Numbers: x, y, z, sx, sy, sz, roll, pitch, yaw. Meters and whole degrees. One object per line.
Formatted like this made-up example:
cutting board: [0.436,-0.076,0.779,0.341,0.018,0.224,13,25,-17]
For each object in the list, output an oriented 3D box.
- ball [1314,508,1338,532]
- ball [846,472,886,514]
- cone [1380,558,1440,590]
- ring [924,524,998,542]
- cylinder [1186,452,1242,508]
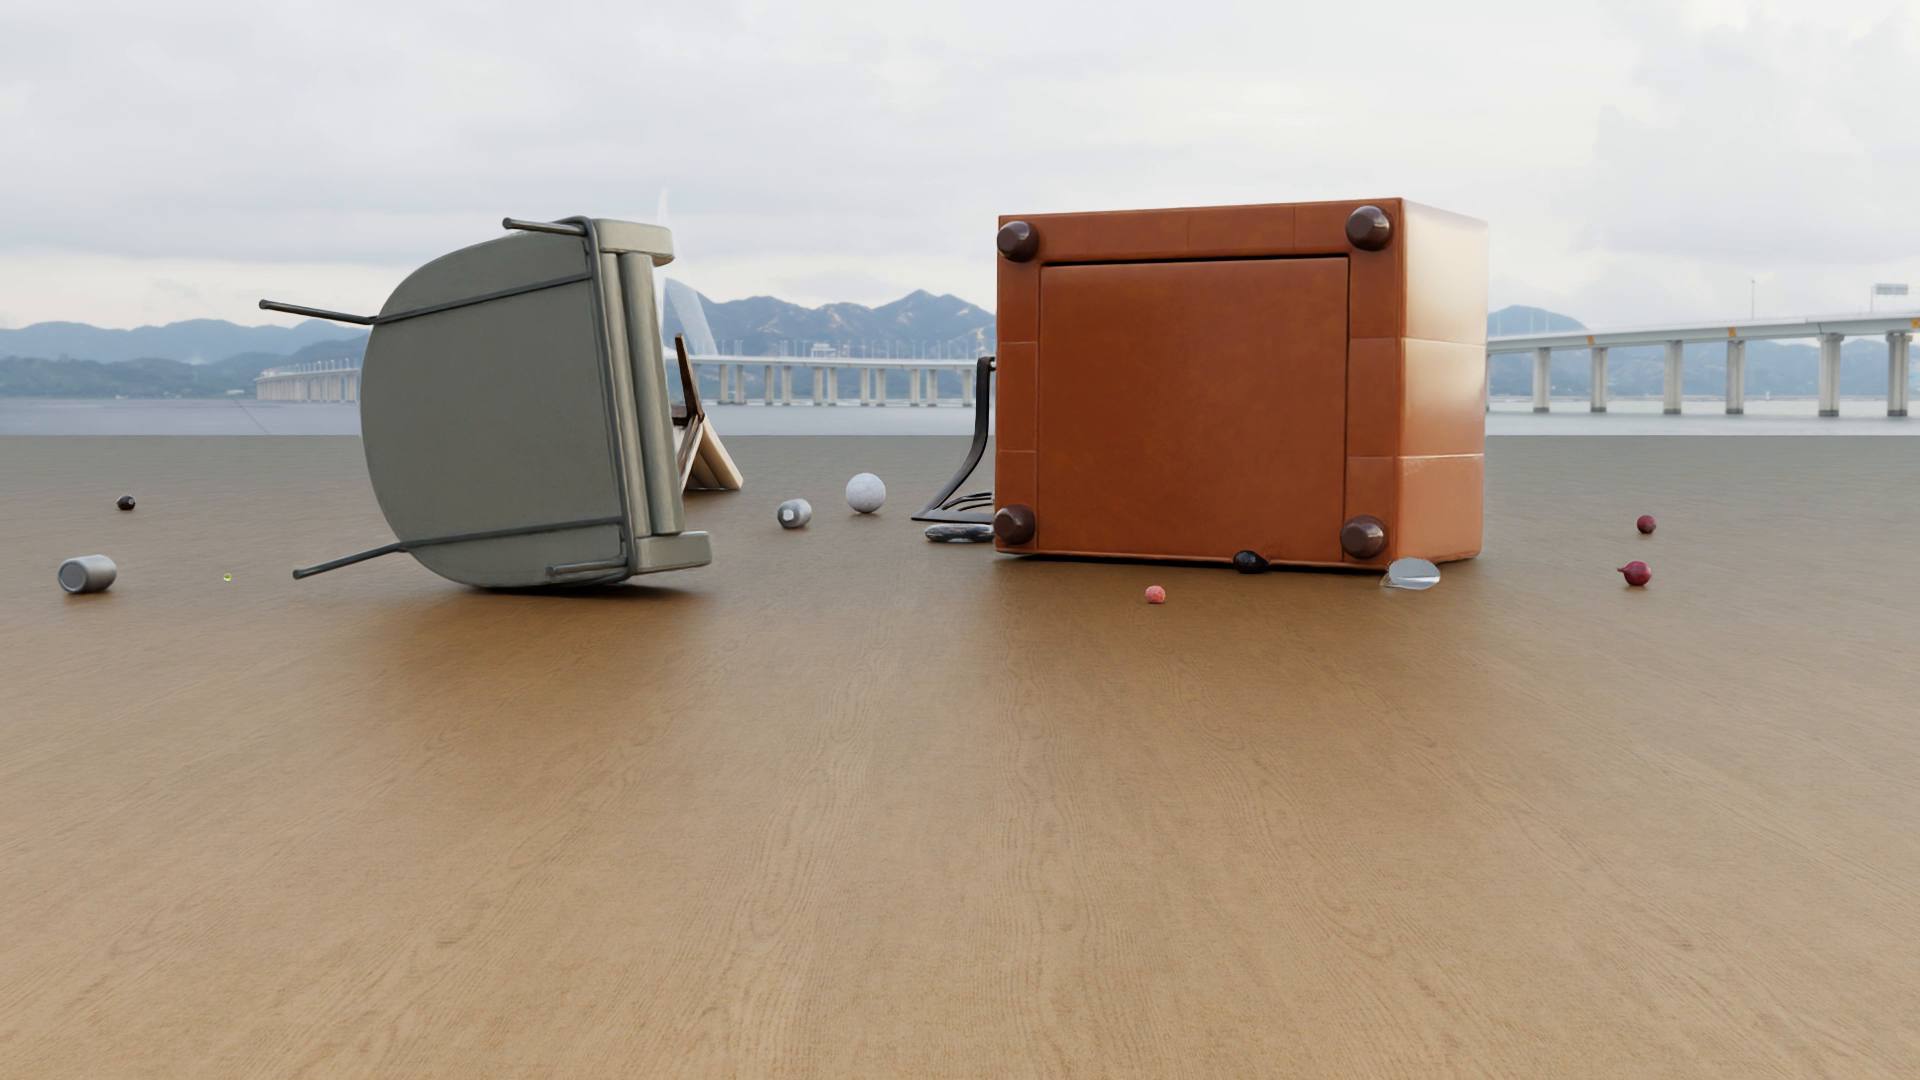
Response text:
ball: [1.157,-0.064,6.936,0.074,0.074,0.074,0,4,0]
ball: [-0.341,-0.170,7.952,0.146,0.146,0.146,0,4,0]
cone: [0.992,0.089,4.996,0.134,0.073,0.146,3,-11,-21]
ring: [0.003,-0.021,6.505,0.219,0.048,0.212,2,4,40]
cylinder: [0.957,-0.224,8.297,0.109,0.210,0.201,4,34,44]
